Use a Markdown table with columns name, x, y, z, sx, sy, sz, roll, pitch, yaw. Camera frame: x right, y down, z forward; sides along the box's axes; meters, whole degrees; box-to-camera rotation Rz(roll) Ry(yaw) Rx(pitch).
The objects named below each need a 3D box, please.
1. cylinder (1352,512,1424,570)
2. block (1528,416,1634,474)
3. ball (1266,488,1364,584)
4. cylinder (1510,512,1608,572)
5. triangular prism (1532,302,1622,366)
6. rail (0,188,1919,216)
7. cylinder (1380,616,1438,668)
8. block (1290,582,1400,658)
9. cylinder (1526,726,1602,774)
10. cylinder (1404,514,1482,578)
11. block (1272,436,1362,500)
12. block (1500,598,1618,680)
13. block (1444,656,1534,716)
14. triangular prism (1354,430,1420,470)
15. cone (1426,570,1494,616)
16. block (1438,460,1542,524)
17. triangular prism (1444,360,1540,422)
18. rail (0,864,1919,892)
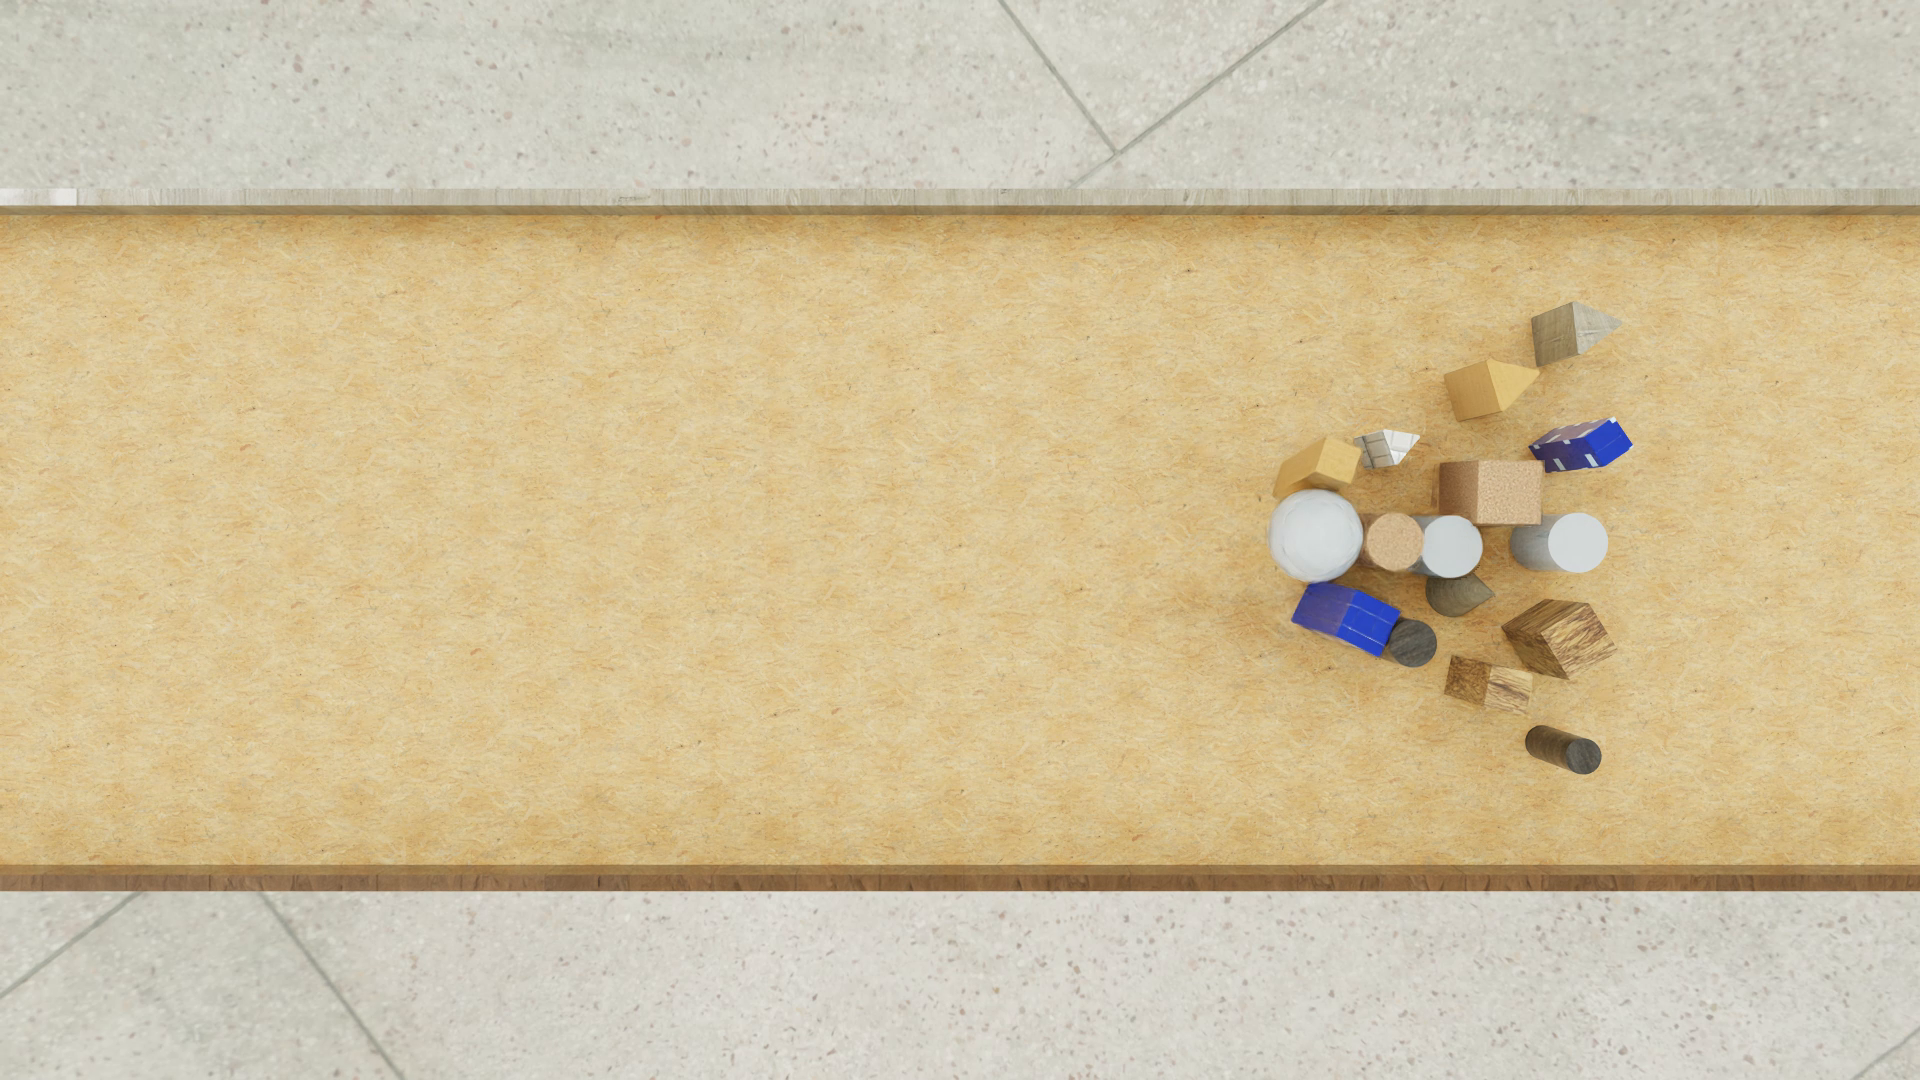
| name | x | y | z | sx | sy | sz | roll | pitch | yaw |
| --- | --- | --- | --- | --- | --- | --- | --- | --- | --- |
| cylinder | 1.234 | 0.002 | 4.885 | 0.165 | 0.377 | 0.165 | 0 | 91 | -2 |
| block | 1.818 | -0.275 | 4.847 | 0.100 | 0.459 | 0.100 | -34 | 90 | 0 |
| ball | 1.020 | -0.012 | 4.747 | 0.272 | 0.272 | 0.272 | 0 | 90 | 0 |
| cylinder | 1.780 | 0.008 | 4.912 | 0.173 | 0.328 | 0.173 | 0 | 90 | 0 |
| triangular prism | 1.800 | -0.632 | 4.904 | 0.153 | 0.345 | 0.133 | -36 | 90 | 0 |
| rail | -2.247 | -1.025 | 5.002 | 12.000 | 0.150 | 0.050 | 0 | 90 | 0 |
| cylinder | 1.286 | 0.291 | 4.888 | 0.137 | 0.372 | 0.137 | 0 | 91 | -2 |
| block | 1.136 | 0.227 | 4.881 | 0.147 | 0.365 | 0.147 | 26 | 90 | -10 |
| cylinder | 1.792 | 0.622 | 4.908 | 0.105 | 0.337 | 0.105 | 0 | 90 | 0 |
| cylinder | 1.409 | 0.015 | 4.904 | 0.179 | 0.340 | 0.179 | 0 | 91 | -1 |
| block | 1.044 | -0.195 | 4.856 | 0.107 | 0.424 | 0.107 | 20 | 80 | -3 |
| block | 1.776 | 0.292 | 4.900 | 0.162 | 0.352 | 0.162 | -32 | 90 | 0 |
| block | 1.561 | 0.427 | 4.883 | 0.122 | 0.388 | 0.122 | 12 | 90 | 0 |
| triangular prism | 1.247 | -0.286 | 4.898 | 0.091 | 0.357 | 0.106 | 40 | 90 | 0 |
| cone | 1.516 | 0.154 | 4.871 | 0.167 | 0.410 | 0.167 | 0 | 90 | 0 |
| block | 1.562 | -0.141 | 4.878 | 0.179 | 0.391 | 0.179 | 1 | 92 | 0 |
| triangular prism | 1.538 | -0.464 | 4.869 | 0.132 | 0.416 | 0.152 | 44 | 90 | 0 |
| rail | -2.247 | 1.025 | 5.001 | 12.000 | 0.150 | 0.050 | 0 | 90 | 0 |
